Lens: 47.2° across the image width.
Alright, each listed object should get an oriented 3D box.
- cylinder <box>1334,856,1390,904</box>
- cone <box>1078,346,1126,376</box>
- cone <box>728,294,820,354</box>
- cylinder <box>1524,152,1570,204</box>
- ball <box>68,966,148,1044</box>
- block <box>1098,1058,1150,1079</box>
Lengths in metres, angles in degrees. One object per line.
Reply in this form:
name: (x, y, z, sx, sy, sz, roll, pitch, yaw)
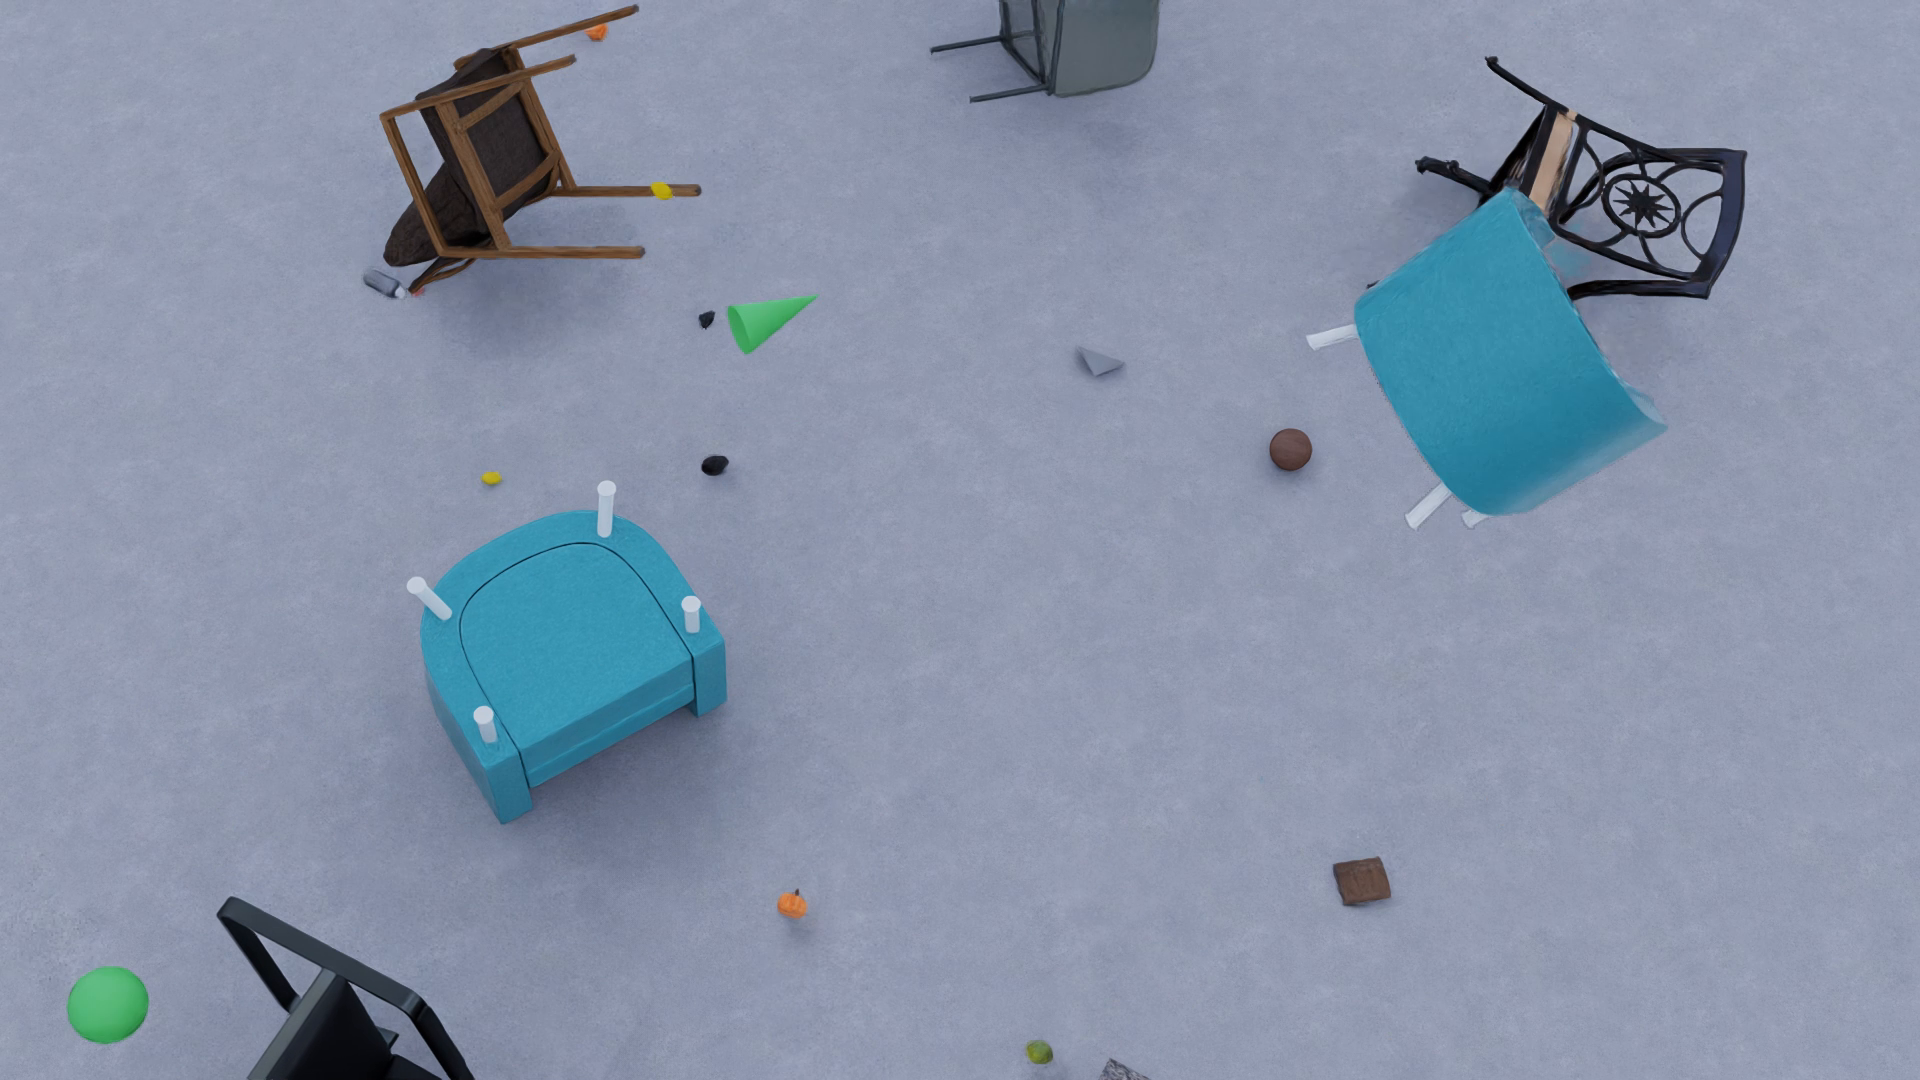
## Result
cylinder: (1.084, 0.918, 5.929, 0.125, 0.048, 0.122, -8, 54, -5)
cone: (0.433, -0.550, 6.915, 0.168, 0.114, 0.074, 21, 96, 11)
cone: (-0.510, -0.645, 6.227, 0.268, 0.151, 0.113, -27, 33, -22)
cylinder: (1.954, -1.207, 7.322, 0.114, 0.077, 0.131, -39, 105, -23)
ball: (-1.994, 1.088, 5.147, 0.178, 0.178, 0.178, 0, 56, 0)
block: (0.374, 1.452, 5.507, 0.126, 0.153, 0.233, 25, 60, 16)
